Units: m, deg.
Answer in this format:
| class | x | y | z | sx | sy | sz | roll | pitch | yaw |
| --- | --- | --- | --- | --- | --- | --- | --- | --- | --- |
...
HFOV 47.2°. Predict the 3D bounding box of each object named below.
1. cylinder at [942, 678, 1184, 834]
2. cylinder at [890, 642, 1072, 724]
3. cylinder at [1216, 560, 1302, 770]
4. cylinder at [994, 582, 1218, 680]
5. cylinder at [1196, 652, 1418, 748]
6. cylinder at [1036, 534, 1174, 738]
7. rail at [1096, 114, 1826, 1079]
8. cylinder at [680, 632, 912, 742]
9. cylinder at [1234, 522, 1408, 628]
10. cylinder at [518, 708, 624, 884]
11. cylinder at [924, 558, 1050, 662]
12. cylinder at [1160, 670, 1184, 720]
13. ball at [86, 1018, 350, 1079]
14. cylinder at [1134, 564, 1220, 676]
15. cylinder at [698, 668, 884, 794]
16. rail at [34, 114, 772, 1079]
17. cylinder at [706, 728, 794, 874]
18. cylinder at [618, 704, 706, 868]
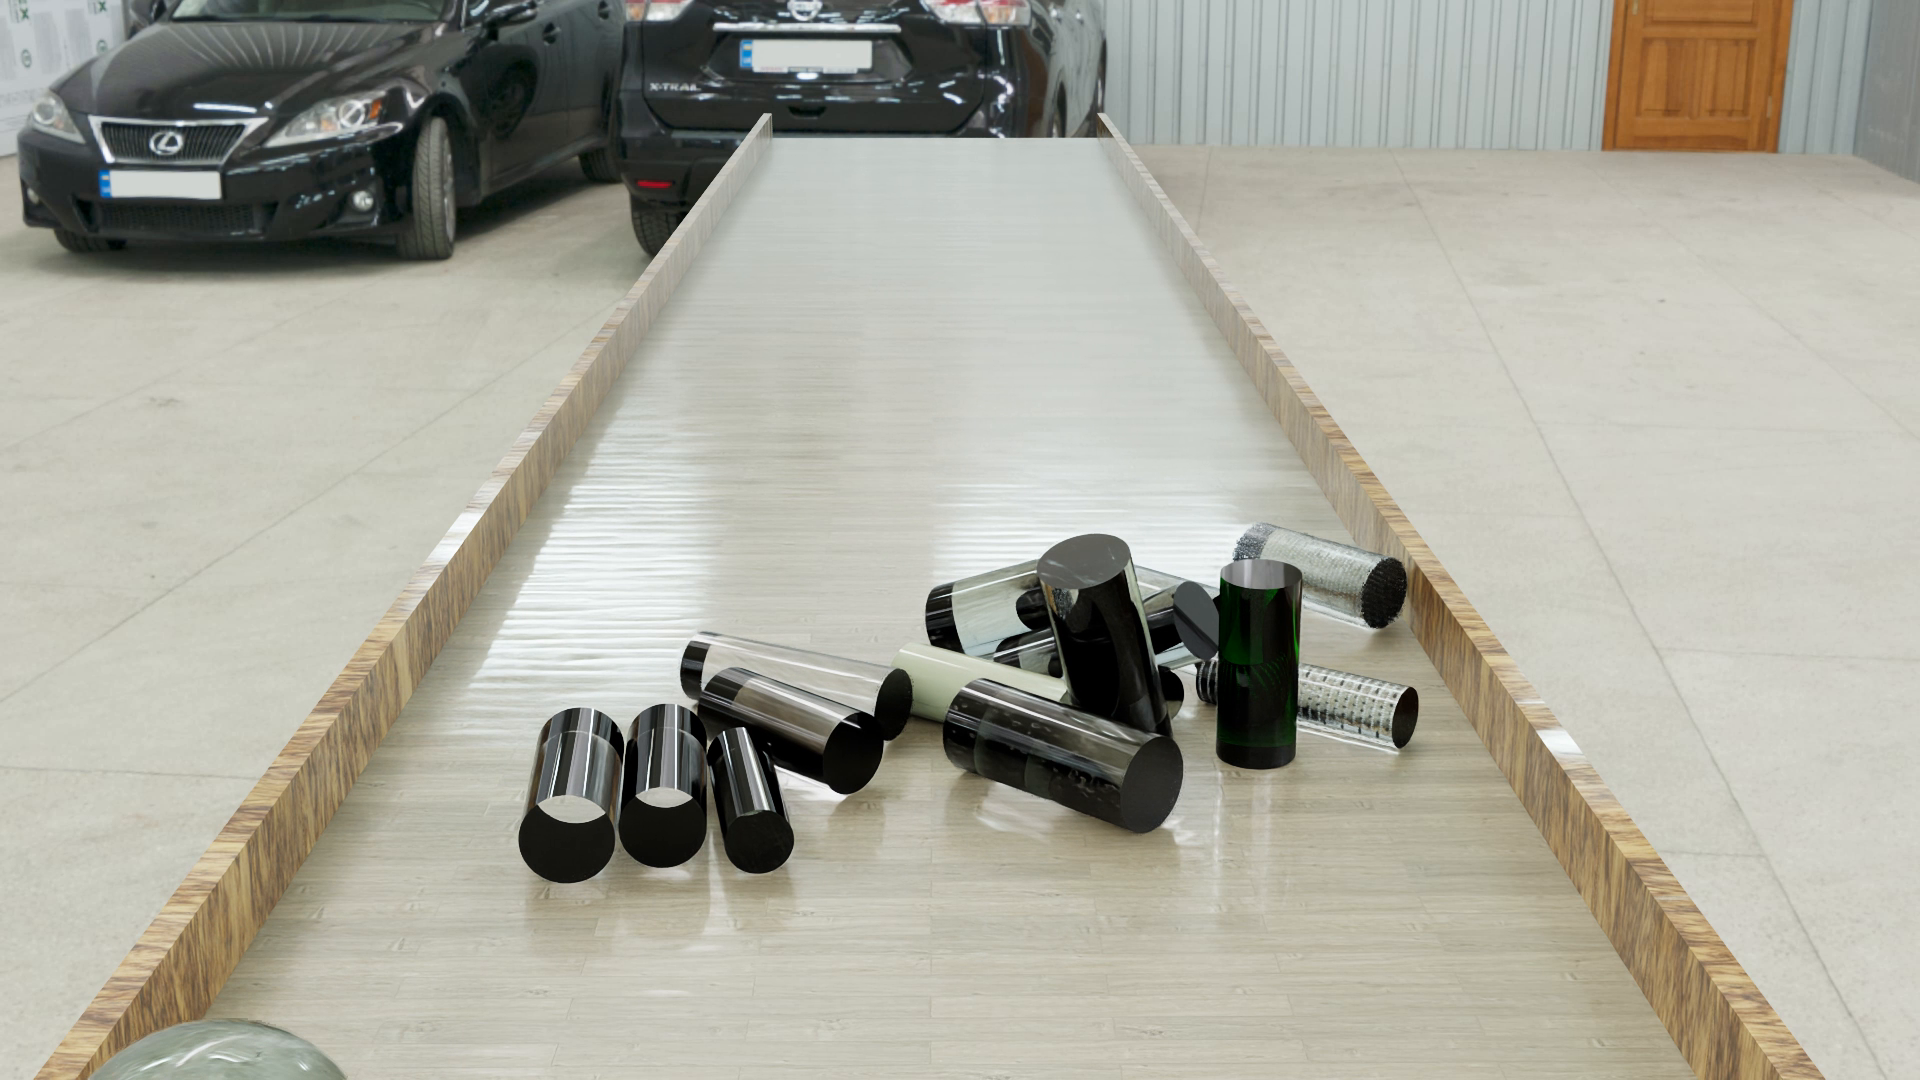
| class | x | y | z | sx | sy | sz | roll | pitch | yaw |
| --- | --- | --- | --- | --- | --- | --- | --- | --- | --- |
| cylinder | 0.171 | 0.361 | 3.725 | 0.397 | 0.164 | 0.164 | 15 | 22 | 41 |
| cylinder | 0.053 | 0.289 | 4.020 | 0.374 | 0.134 | 0.134 | 12 | 21 | 36 |
| cylinder | 0.526 | 0.219 | 3.874 | 0.142 | 0.342 | 0.142 | -1 | 21 | 0 |
| cylinder | 0.265 | 0.198 | 4.017 | 0.418 | 0.144 | 0.144 | -20 | 2 | 38 |
| cylinder | 0.639 | 0.286 | 4.066 | 0.401 | 0.113 | 0.113 | 12 | 20 | 34 |
| cylinder | 0.254 | 0.198 | 3.809 | 0.162 | 0.398 | 0.162 | -11 | 32 | 7 |
| rail | 0.932 | -0.844 | 7.801 | 0.050 | 0.150 | 12.000 | 0 | 17 | -1 |
| cylinder | -0.307 | 0.269 | 4.089 | 0.429 | 0.134 | 0.134 | 9 | 19 | 28 |
| cylinder | 0.768 | 0.074 | 4.711 | 0.153 | 0.153 | 0.351 | -14 | 22 | -40 |
| cylinder | -0.629 | 0.410 | 3.587 | 0.149 | 0.149 | 0.381 | -2 | 17 | -6 |
| cylinder | 0.130 | 0.134 | 4.252 | 0.357 | 0.178 | 0.178 | -16 | 7 | 31 |
| cylinder | 0.304 | 0.245 | 4.198 | 0.117 | 0.117 | 0.340 | -5 | 17 | -18 |
| ball | -0.791 | 0.682 | 2.325 | 0.346 | 0.346 | 0.346 | 0 | 17 | 0 |
| cylinder | 0.360 | 0.143 | 4.435 | 0.178 | 0.178 | 0.434 | -15 | 22 | -42 |
| cylinder | -0.300 | 0.332 | 3.857 | 0.327 | 0.146 | 0.146 | 15 | 22 | 41 |
| rail | -1.118 | -0.838 | 7.780 | 0.050 | 0.150 | 12.000 | 0 | 17 | -1 |
| cylinder | -0.347 | 0.423 | 3.612 | 0.110 | 0.110 | 0.355 | -3 | 17 | -10 |
| cylinder | -0.488 | 0.401 | 3.637 | 0.138 | 0.138 | 0.370 | -2 | 17 | -6 |
